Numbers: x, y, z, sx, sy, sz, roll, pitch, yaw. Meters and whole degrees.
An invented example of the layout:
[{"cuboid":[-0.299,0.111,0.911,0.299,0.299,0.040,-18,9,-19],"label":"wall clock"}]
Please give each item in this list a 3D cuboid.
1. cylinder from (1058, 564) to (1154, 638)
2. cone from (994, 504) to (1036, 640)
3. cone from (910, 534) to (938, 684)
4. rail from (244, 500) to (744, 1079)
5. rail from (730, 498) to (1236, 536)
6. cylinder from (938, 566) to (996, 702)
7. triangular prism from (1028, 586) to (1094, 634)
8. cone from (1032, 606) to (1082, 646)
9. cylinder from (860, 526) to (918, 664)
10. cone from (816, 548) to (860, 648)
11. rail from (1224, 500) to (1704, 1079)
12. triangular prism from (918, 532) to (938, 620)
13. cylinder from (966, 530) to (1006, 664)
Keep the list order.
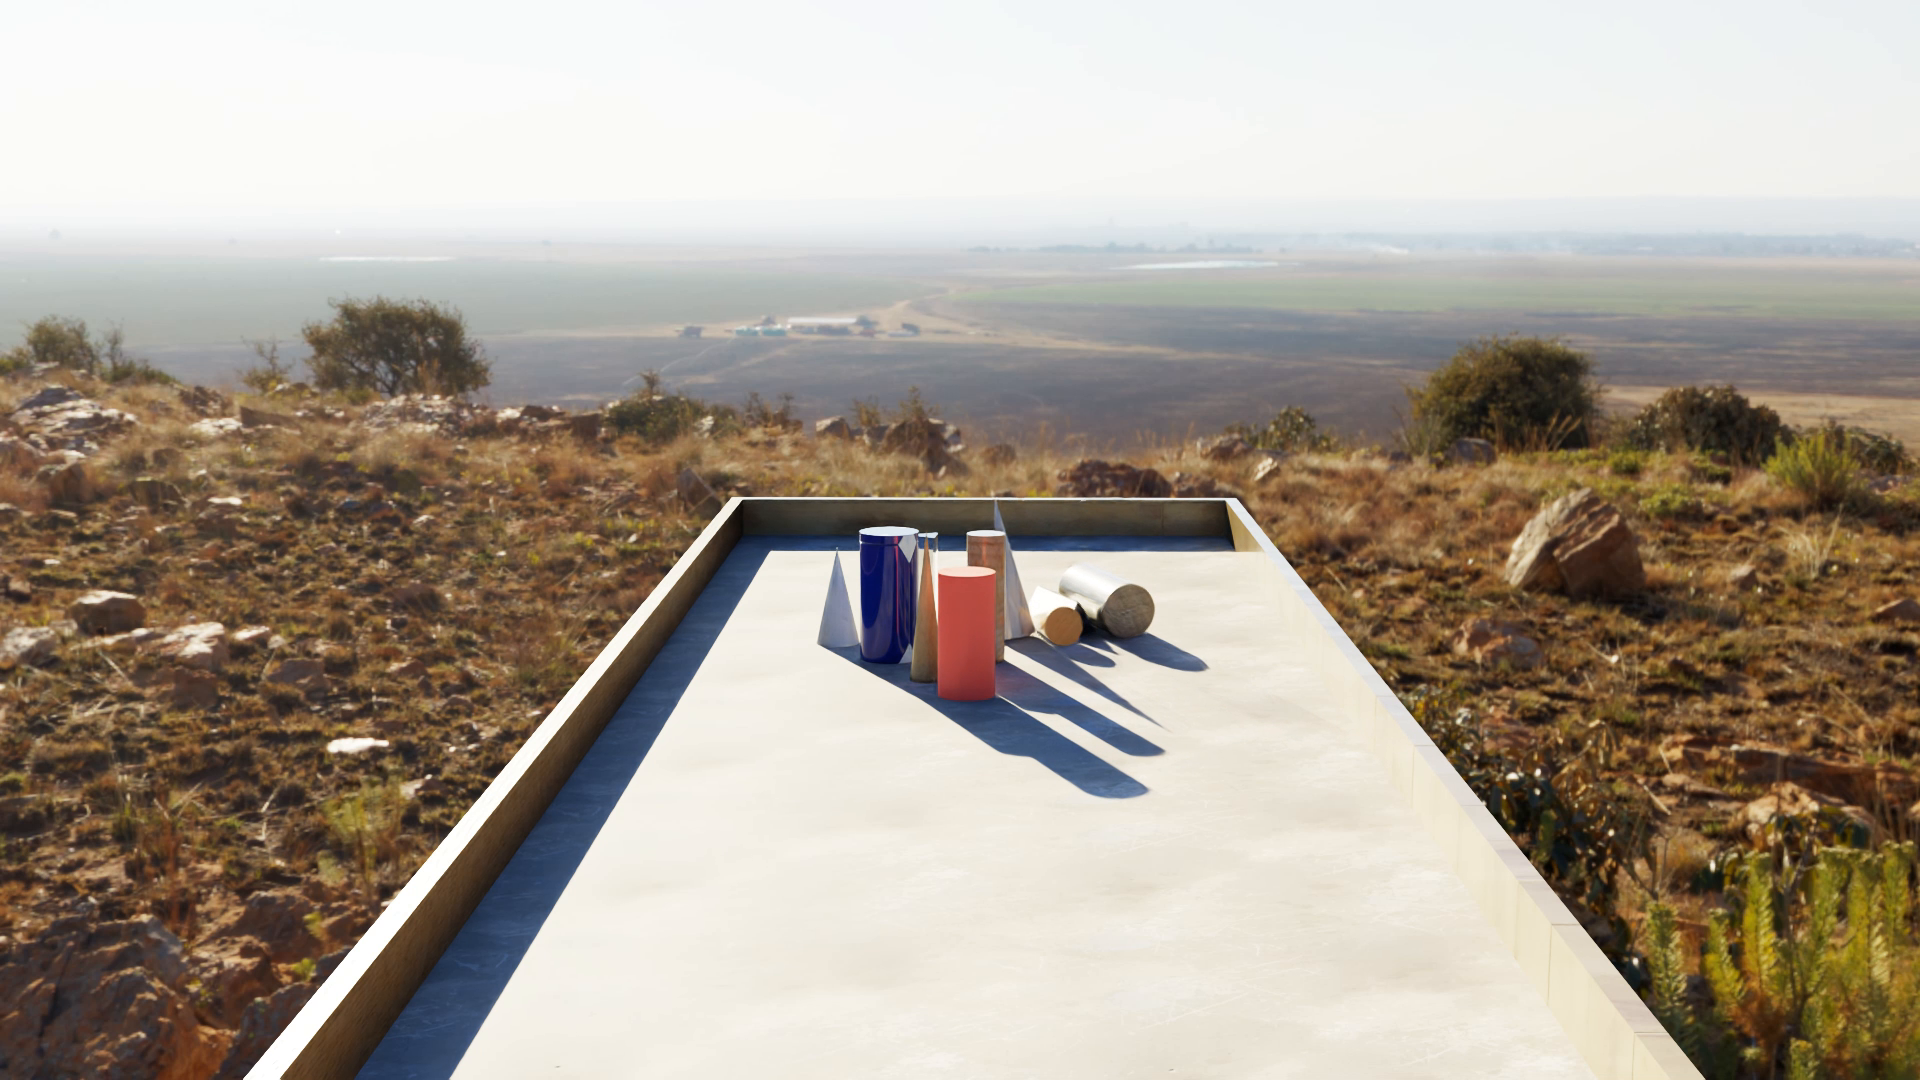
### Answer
[{"cuboid":[0.475,0.197,7.205,0.177,0.177,0.420,-3,9,-17],"label":"cylinder"},{"cuboid":[0.141,0.085,7.018,0.152,0.440,0.152,-7,9,1],"label":"cone"},{"cuboid":[-0.097,0.188,6.397,0.101,0.447,0.101,0,9,0],"label":"cone"},{"cuboid":[-1.004,0.839,3.234,0.050,0.150,12.000,0,9,1],"label":"rail"},{"cuboid":[0.099,-0.098,9.147,2.100,0.150,0.050,0,9,1],"label":"rail"},{"cuboid":[0.018,0.264,6.212,0.164,0.355,0.164,0,9,0],"label":"cylinder"},{"cuboid":[0.322,0.229,7.207,0.122,0.105,0.314,-4,10,-21],"label":"triangular prism"},{"cuboid":[0.264,0.267,7.128,0.125,0.125,0.448,-3,1,-16],"label":"cone"},{"cuboid":[-0.215,0.167,6.703,0.179,0.392,0.179,0,9,0],"label":"cylinder"},{"cuboid":[-0.387,0.174,6.937,0.140,0.304,0.140,0,9,0],"label":"cone"},{"cuboid":[1.046,0.843,3.208,0.050,0.150,12.000,0,9,1],"label":"rail"},{"cuboid":[-0.098,0.150,6.980,0.101,0.339,0.088,6,11,35],"label":"triangular prism"},{"cuboid":[0.079,0.173,6.668,0.116,0.391,0.116,0,9,0],"label":"cylinder"}]
